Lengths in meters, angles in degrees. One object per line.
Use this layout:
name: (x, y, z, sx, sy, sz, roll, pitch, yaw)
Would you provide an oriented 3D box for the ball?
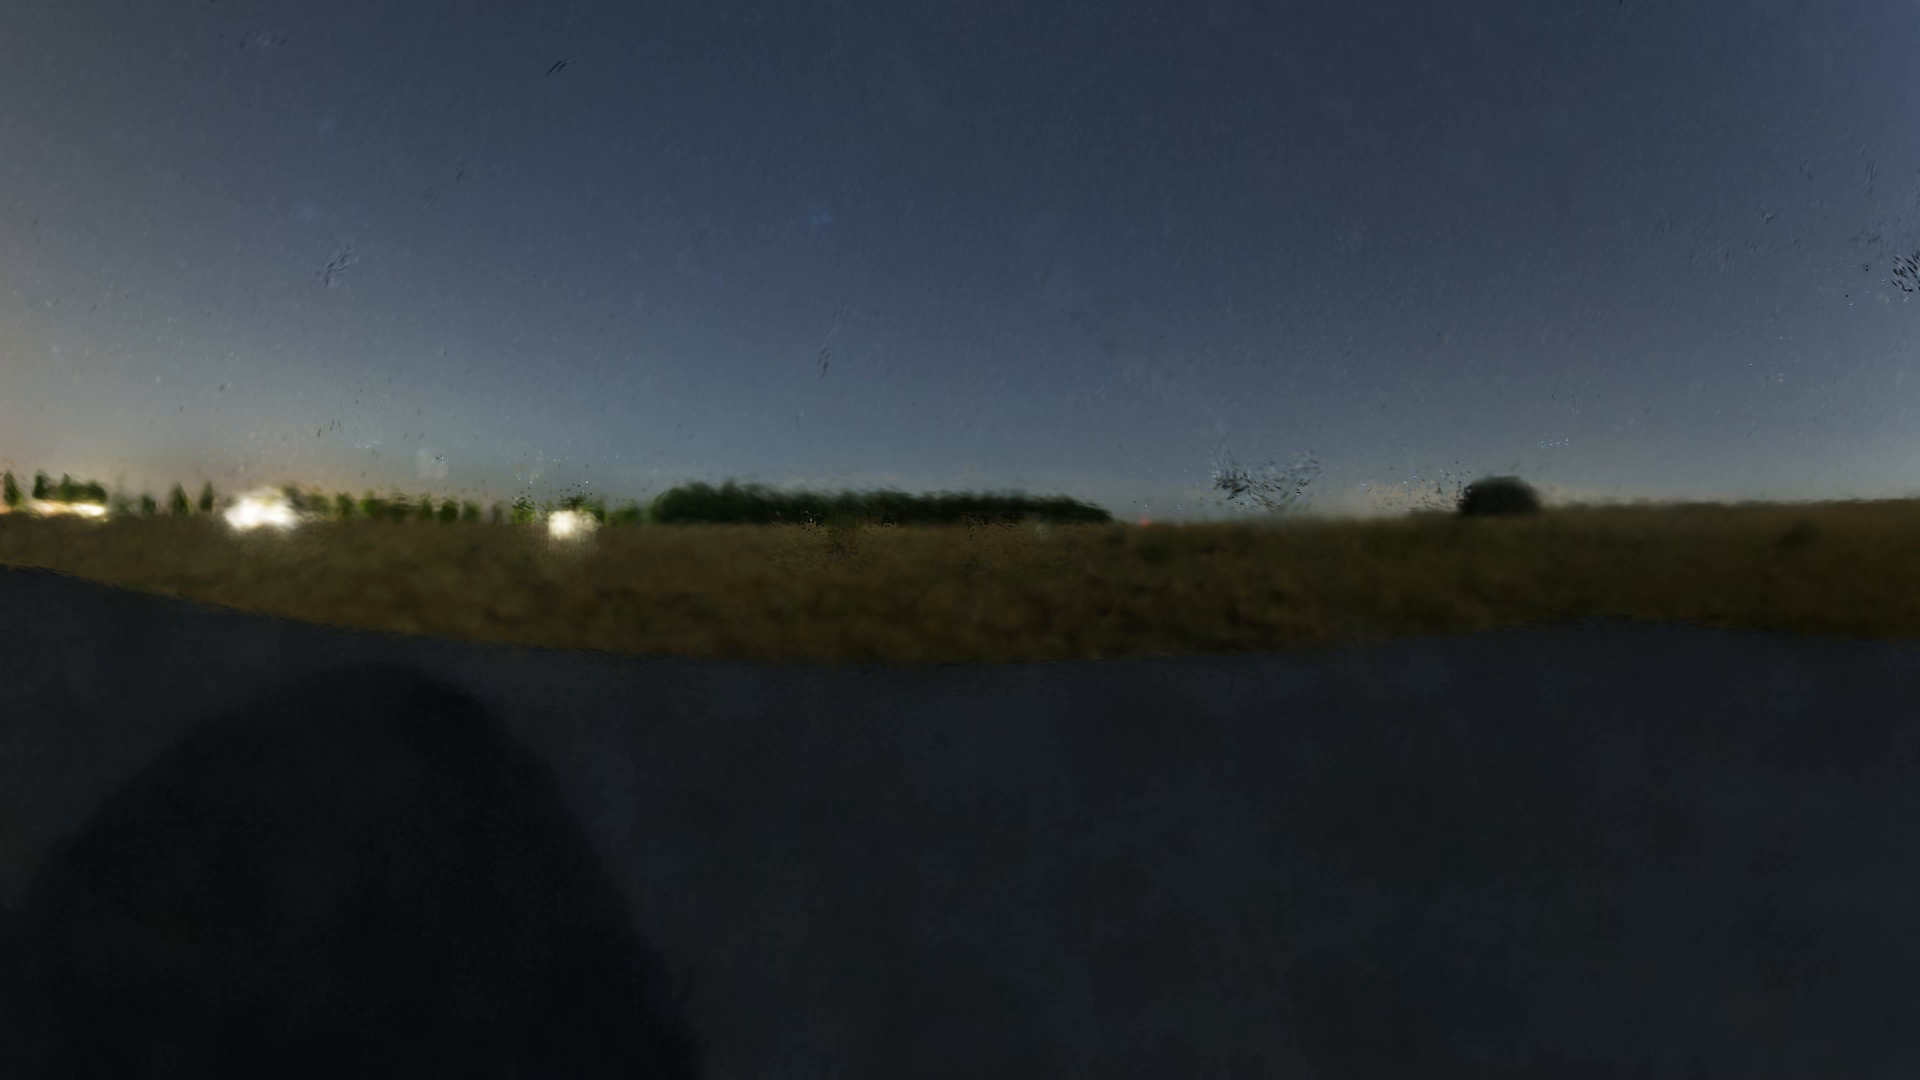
ball: (0.000, -0.002, 0.056, 0.080, 0.080, 0.080, 0, 4, 0)
